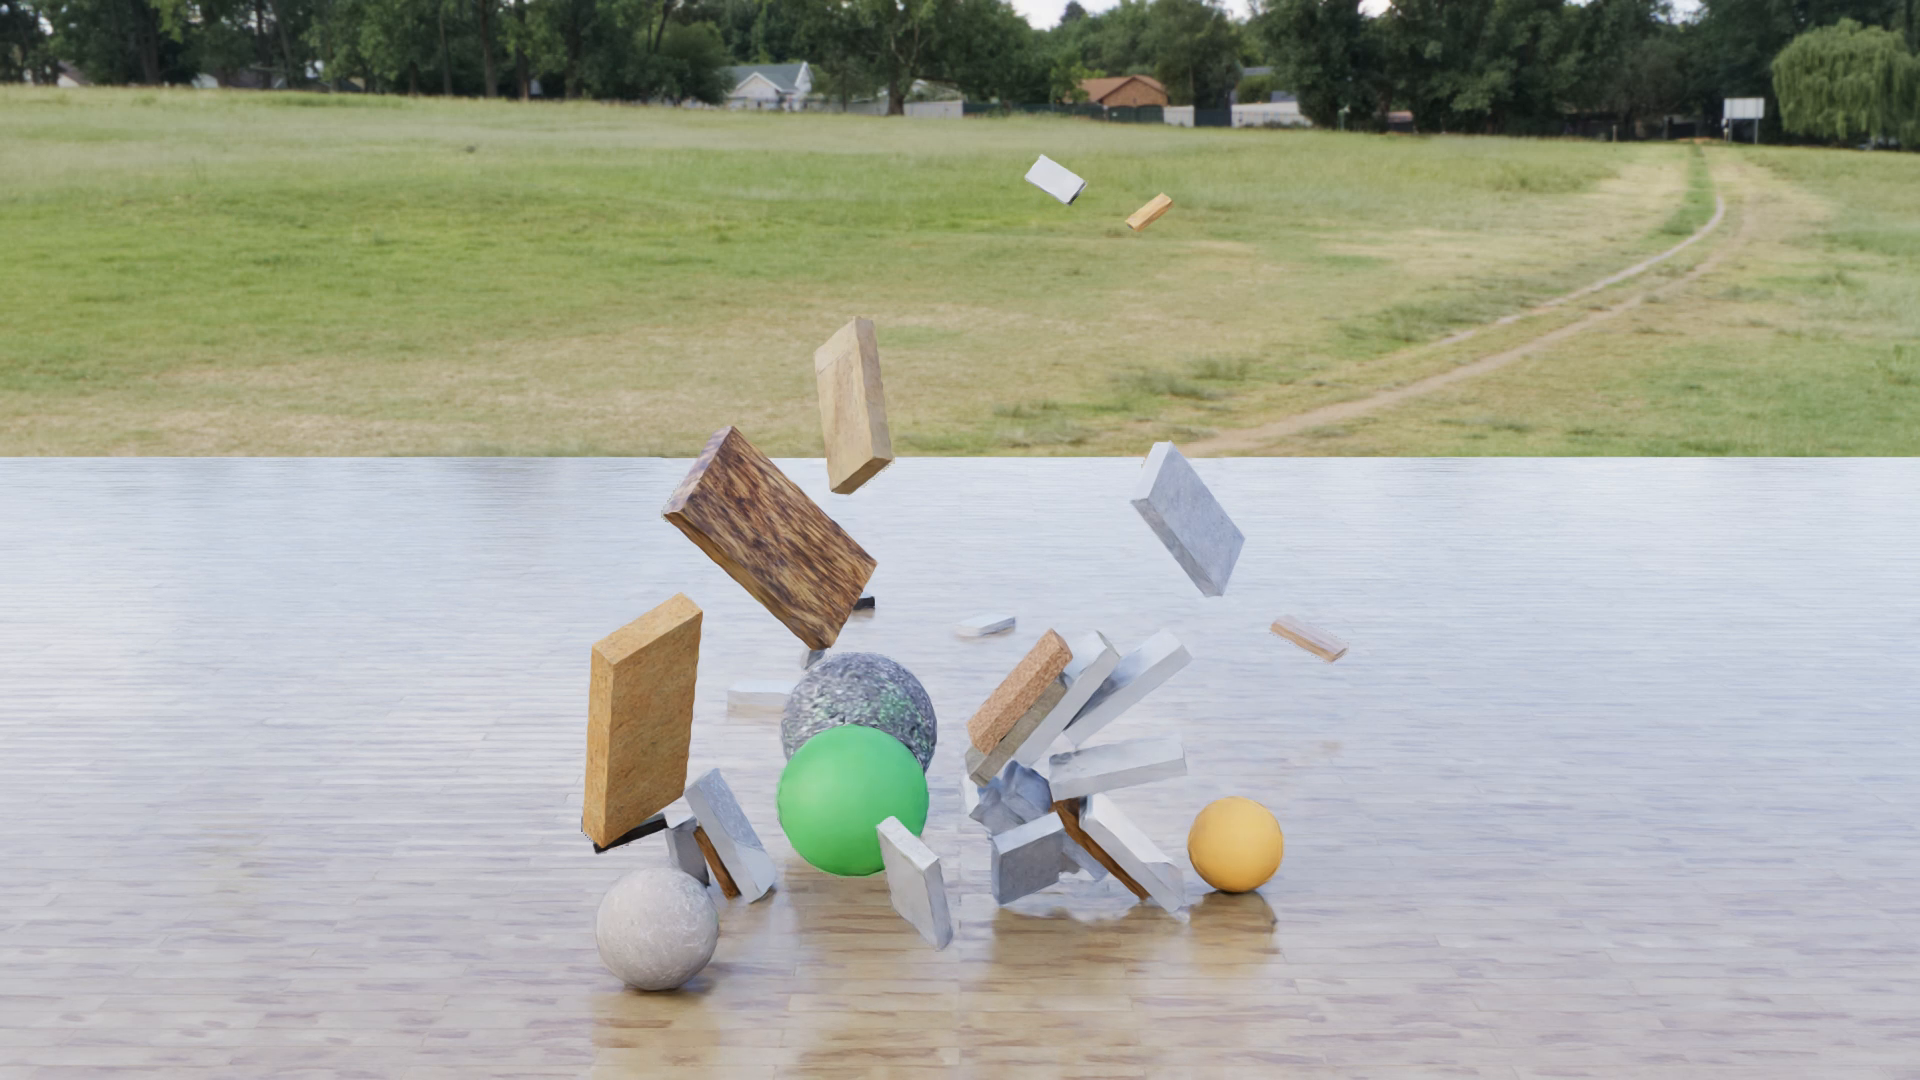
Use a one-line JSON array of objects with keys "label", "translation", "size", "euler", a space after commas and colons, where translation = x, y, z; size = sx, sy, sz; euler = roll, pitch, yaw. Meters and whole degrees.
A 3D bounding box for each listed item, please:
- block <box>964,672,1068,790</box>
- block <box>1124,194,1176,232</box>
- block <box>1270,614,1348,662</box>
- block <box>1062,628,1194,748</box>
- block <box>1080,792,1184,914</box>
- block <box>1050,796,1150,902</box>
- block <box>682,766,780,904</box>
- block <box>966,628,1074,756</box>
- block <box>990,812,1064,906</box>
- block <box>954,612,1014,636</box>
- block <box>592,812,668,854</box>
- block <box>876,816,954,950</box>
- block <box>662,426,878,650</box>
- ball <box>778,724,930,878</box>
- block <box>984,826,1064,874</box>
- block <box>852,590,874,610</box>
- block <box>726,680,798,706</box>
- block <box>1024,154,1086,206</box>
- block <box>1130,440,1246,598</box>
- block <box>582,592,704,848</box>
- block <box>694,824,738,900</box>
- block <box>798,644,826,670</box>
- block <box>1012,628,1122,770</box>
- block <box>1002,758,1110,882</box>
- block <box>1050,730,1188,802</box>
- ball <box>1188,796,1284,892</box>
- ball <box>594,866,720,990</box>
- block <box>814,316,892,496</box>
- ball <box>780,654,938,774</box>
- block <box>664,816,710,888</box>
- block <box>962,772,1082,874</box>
[{"label": "block", "translation": [0.090, 0.300, 3.607], "size": [0.030, 0.215, 0.108], "euler": [38, 10, -13]}, {"label": "block", "translation": [0.422, -0.728, 4.889], "size": [0.104, 0.015, 0.052], "euler": [-37, 36, -2]}, {"label": "block", "translation": [0.783, 0.220, 4.936], "size": [0.160, 0.023, 0.080], "euler": [29, 25, 22]}, {"label": "block", "translation": [0.263, 0.241, 3.612], "size": [0.240, 0.033, 0.118], "euler": [-37, 14, -1]}, {"label": "block", "translation": [0.280, 0.505, 3.596], "size": [0.031, 0.217, 0.108], "euler": [-42, 13, 16]}, {"label": "block", "translation": [0.239, 0.493, 3.647], "size": [0.217, 0.031, 0.108], "euler": [43, 21, -11]}, {"label": "block", "translation": [-0.380, 0.490, 3.661], "size": [0.030, 0.213, 0.107], "euler": [-29, 4, 15]}, {"label": "block", "translation": [0.096, 0.247, 3.588], "size": [0.030, 0.215, 0.108], "euler": [39, 7, -14]}, {"label": "block", "translation": [0.107, 0.514, 3.529], "size": [0.110, 0.031, 0.221], "euler": [-21, -29, -12]}, {"label": "block", "translation": [0.061, 0.216, 5.620], "size": [0.080, 0.023, 0.160], "euler": [7, 13, 34]}, {"label": "block", "translation": [-0.544, 0.483, 3.626], "size": [0.124, 0.018, 0.062], "euler": [-20, 4, -9]}, {"label": "block", "translation": [-0.066, 0.512, 3.280], "size": [0.030, 0.215, 0.108], "euler": [-35, 52, -23]}, {"label": "block", "translation": [-0.295, -0.001, 3.480], "size": [0.049, 0.347, 0.174], "euler": [-10, 44, 48]}, {"label": "ball", "translation": [-0.163, 0.399, 3.366], "size": [0.232, 0.232, 0.232], "euler": [0, 11, 0]}, {"label": "block", "translation": [0.107, 0.496, 3.679], "size": [0.160, 0.023, 0.080], "euler": [28, 23, -27]}, {"label": "block", "translation": [-0.319, 0.152, 5.943], "size": [0.107, 0.030, 0.213], "euler": [-4, 11, -22]}, {"label": "block", "translation": [-0.404, 0.343, 4.916], "size": [0.213, 0.030, 0.107], "euler": [2, 11, 9]}, {"label": "block", "translation": [0.172, -0.647, 3.958], "size": [0.104, 0.052, 0.015], "euler": [36, -5, 27]}, {"label": "block", "translation": [0.357, -0.031, 3.428], "size": [0.033, 0.236, 0.118], "euler": [-8, 45, 41]}, {"label": "block", "translation": [-0.498, 0.287, 3.431], "size": [0.049, 0.449, 0.174], "euler": [39, 50, 24]}, {"label": "block", "translation": [-0.403, 0.531, 3.661], "size": [0.018, 0.124, 0.062], "euler": [-25, 8, 8]}, {"label": "block", "translation": [-0.263, 0.192, 4.022], "size": [0.015, 0.104, 0.052], "euler": [42, 54, 18]}, {"label": "block", "translation": [0.166, 0.259, 3.599], "size": [0.033, 0.236, 0.118], "euler": [38, 6, -13]}, {"label": "block", "translation": [0.163, 0.462, 3.650], "size": [0.220, 0.031, 0.110], "euler": [40, 21, -14]}, {"label": "block", "translation": [0.253, 0.363, 3.541], "size": [0.217, 0.031, 0.108], "euler": [-12, 18, 7]}, {"label": "ball", "translation": [0.460, 0.508, 3.671], "size": [0.159, 0.159, 0.159], "euler": [0, 11, 0]}, {"label": "ball", "translation": [-0.448, 0.574, 3.255], "size": [0.182, 0.182, 0.182], "euler": [0, 11, 0]}, {"label": "block", "translation": [-0.235, -0.292, 4.784], "size": [0.049, 0.347, 0.174], "euler": [10, -30, -34]}, {"label": "ball", "translation": [-0.188, 0.358, 4.115], "size": [0.293, 0.293, 0.293], "euler": [0, 11, 0]}, {"label": "block", "translation": [-0.453, 0.526, 3.652], "size": [0.018, 0.124, 0.062], "euler": [-3, 13, 34]}, {"label": "block", "translation": [0.107, 0.466, 3.661], "size": [0.220, 0.031, 0.110], "euler": [31, 22, -20]}]
